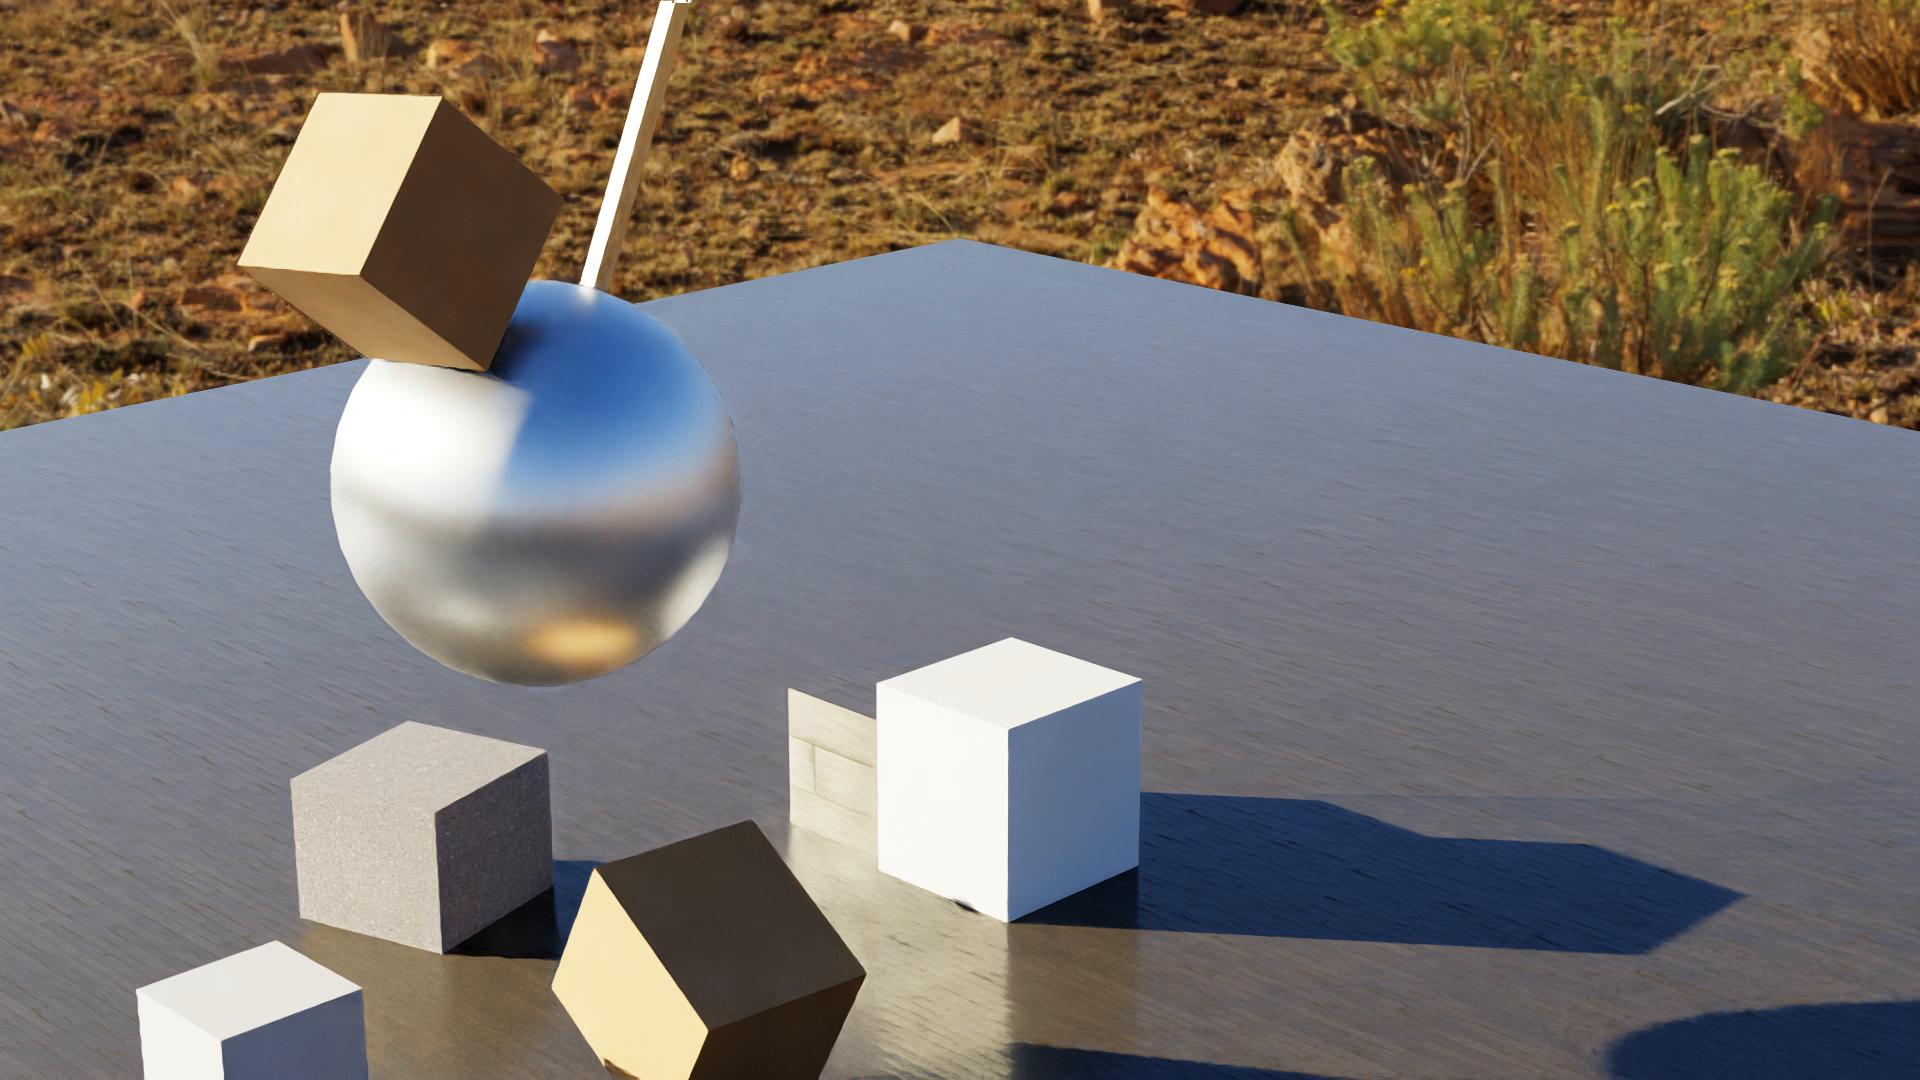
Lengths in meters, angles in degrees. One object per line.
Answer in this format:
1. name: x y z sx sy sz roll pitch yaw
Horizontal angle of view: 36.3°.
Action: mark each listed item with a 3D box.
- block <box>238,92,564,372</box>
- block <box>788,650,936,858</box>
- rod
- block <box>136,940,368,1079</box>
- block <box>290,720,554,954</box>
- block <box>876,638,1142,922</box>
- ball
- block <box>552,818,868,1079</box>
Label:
1. block: -2.050 -1.136 10.792 0.675 0.732 0.705 8 -21 38
2. block: -0.305 1.019 13.957 0.741 0.686 0.687 -17 24 -42
3. rod: -0.719 -3.487 11.492 0.080 5.200 0.080 17 1 42
4. block: -2.635 1.976 10.968 0.598 0.654 0.581 -17 24 -42
5. block: -2.387 1.310 13.078 0.785 0.659 0.818 9 20 27
6. block: 0.225 1.076 13.395 0.819 0.915 0.879 16 24 42
7. ball: -1.659 -0.220 11.533 1.600 1.600 1.600 0 17 0
8. block: -0.974 1.691 11.260 0.734 0.712 0.822 -14 51 -38
